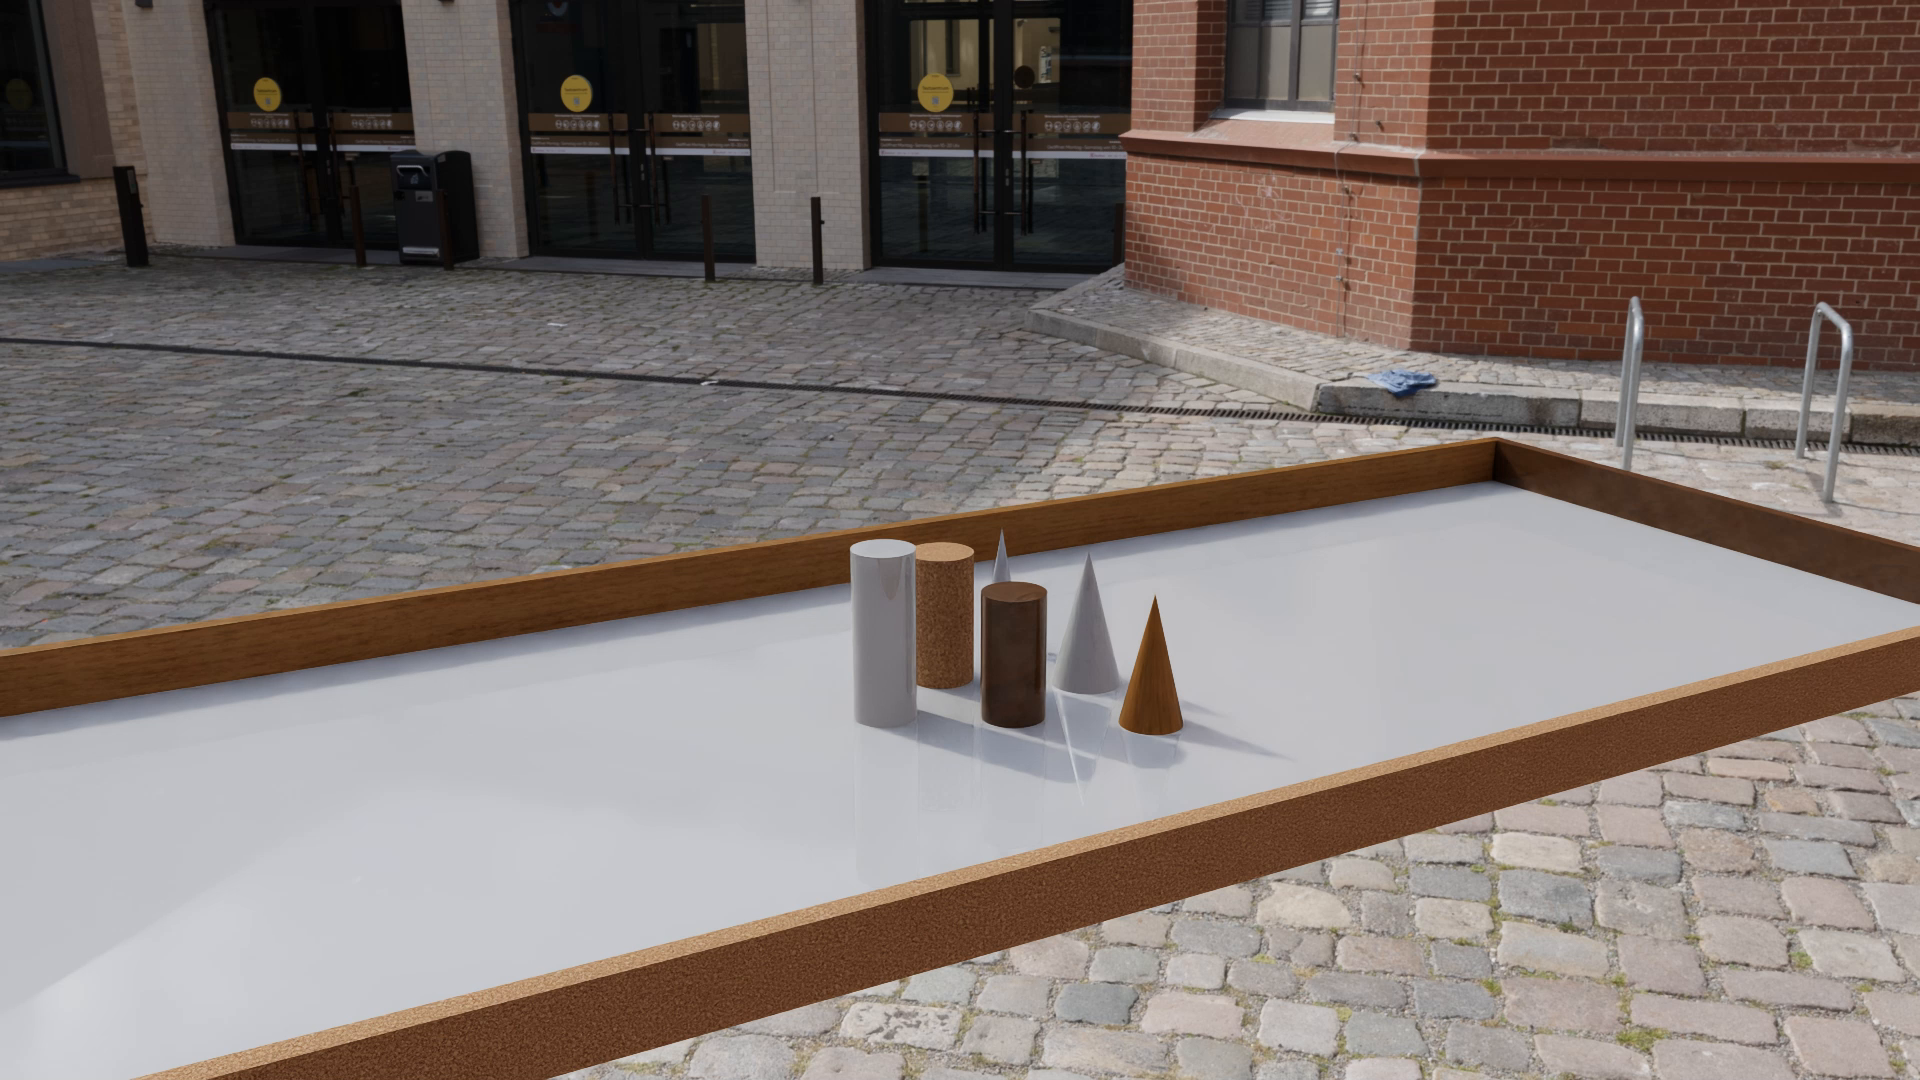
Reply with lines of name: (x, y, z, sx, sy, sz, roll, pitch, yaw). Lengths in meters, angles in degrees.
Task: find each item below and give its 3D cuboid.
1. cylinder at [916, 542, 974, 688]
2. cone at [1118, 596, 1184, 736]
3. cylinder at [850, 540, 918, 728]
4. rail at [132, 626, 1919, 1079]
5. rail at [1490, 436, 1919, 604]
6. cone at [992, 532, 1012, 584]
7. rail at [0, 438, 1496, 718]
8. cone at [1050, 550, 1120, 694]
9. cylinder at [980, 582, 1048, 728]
cylinder: (-0.047, 0.188, 4.127, 0.164, 0.331, 0.164, 0, 16, 0)
cone: (0.450, 0.277, 3.845, 0.152, 0.320, 0.152, 0, 16, 0)
cylinder: (-0.178, 0.219, 3.873, 0.153, 0.416, 0.153, 0, 16, 0)
rail: (-2.336, 1.006, 1.665, 12.000, 0.150, 0.050, -9, 18, -27)
rail: (2.466, -0.048, 5.253, 0.050, 0.150, 2.100, -9, 18, -27)
cone: (0.110, 0.123, 4.353, 0.111, 0.328, 0.111, 0, 16, 0)
rail: (-3.305, 0.497, 3.399, 12.000, 0.150, 0.050, -9, 18, -27)
cone: (0.316, 0.189, 4.098, 0.177, 0.346, 0.177, 0, 16, 0)
cylinder: (0.126, 0.269, 3.887, 0.155, 0.311, 0.155, 0, 16, 0)
